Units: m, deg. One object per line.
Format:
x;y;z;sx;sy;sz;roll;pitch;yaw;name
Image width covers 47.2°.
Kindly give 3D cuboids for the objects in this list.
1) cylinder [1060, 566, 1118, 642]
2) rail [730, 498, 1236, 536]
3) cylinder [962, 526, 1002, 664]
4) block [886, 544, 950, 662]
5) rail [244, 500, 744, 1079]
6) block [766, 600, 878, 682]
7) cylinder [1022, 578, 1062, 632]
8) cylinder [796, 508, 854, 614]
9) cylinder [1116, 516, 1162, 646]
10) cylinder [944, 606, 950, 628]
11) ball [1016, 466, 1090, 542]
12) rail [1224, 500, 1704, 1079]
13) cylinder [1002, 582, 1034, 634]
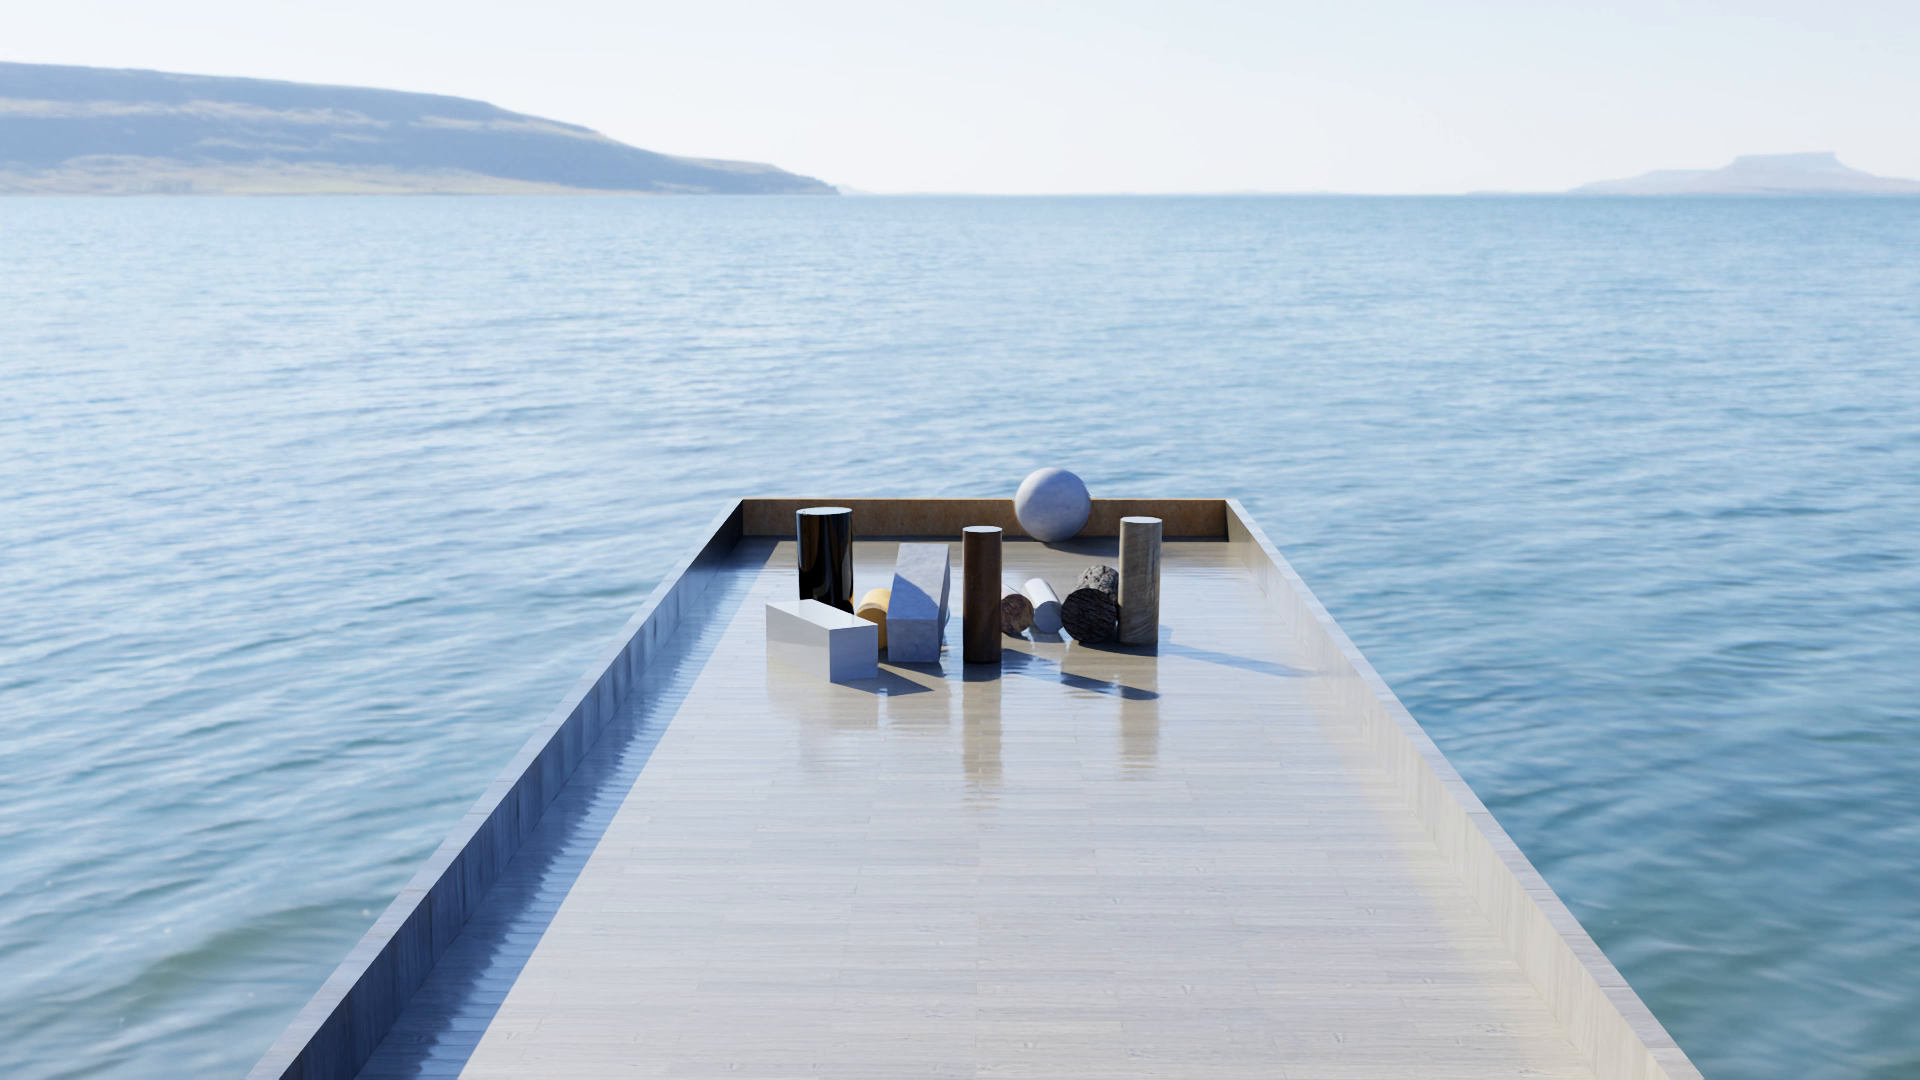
0.437;0.205;7.146;0.177;0.177;0.430;1;9;8;cylinder
0.099;-0.098;9.147;2.100;0.150;0.050;0;9;1;rail
0.067;0.167;6.667;0.119;0.404;0.119;0;9;0;cylinder
-0.126;0.191;6.822;0.155;0.155;0.434;1;31;5;block
-1.004;0.839;3.234;0.050;0.150;12.000;0;9;1;rail
-0.420;0.299;6.619;0.157;0.157;0.459;-5;10;-28;block
0.278;0.215;7.310;0.107;0.107;0.415;-1;9;-4;cylinder
-0.423;0.115;6.939;0.173;0.417;0.173;-1;8;0;cylinder
0.566;0.129;6.937;0.131;0.391;0.131;1;9;0;cylinder
-0.118;0.204;7.230;0.154;0.154;0.398;0;9;-3;cylinder
0.378;-0.144;8.935;0.307;0.307;0.307;0;9;0;ball
1.046;0.843;3.208;0.050;0.150;12.000;0;9;1;rail
0.125;0.207;7.286;0.130;0.130;0.404;-2;9;-15;cylinder
